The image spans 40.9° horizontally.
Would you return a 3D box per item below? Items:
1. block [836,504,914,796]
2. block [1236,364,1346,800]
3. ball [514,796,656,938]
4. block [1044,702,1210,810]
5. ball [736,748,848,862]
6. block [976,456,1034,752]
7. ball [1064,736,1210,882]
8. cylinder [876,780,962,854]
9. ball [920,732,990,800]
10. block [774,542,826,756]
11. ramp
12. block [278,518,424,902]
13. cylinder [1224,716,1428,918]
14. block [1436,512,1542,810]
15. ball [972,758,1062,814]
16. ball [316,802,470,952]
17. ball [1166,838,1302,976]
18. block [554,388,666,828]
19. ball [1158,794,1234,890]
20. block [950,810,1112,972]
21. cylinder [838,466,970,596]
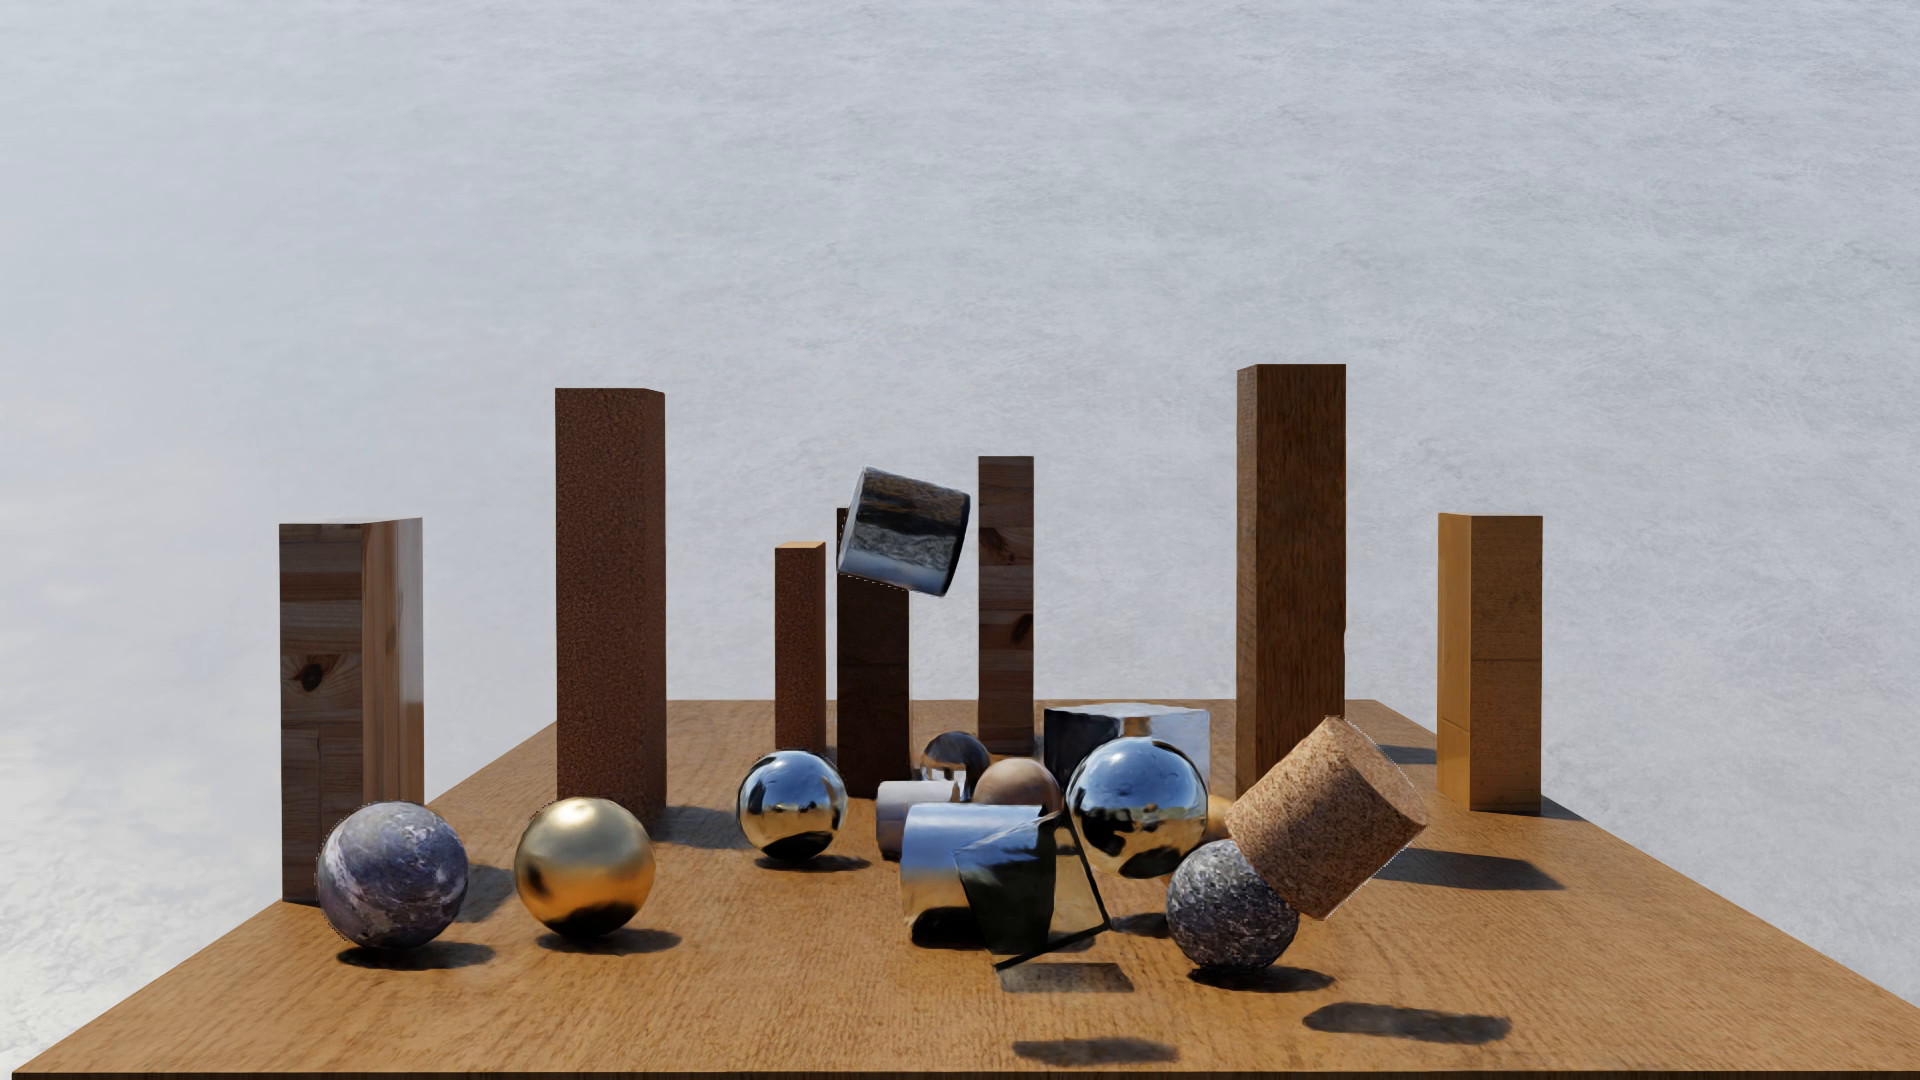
[{"bbox_3d":[-0.157,0.196,4.861,0.131,0.522,0.413,0,2,0],"label":"block"},{"bbox_3d":[0.510,0.108,3.994,0.133,0.750,0.275,0,2,0],"label":"block"},{"bbox_3d":[-0.478,0.416,3.282,0.179,0.179,0.179,0,25,0],"label":"ball"},{"bbox_3d":[0.275,0.378,4.270,0.194,0.194,0.194,-1,2,-40],"label":"block"},{"bbox_3d":[-0.254,0.402,3.909,0.169,0.169,0.169,0,25,0],"label":"ball"},{"bbox_3d":[0.095,0.128,5.556,0.115,0.616,0.415,0,2,0],"label":"block"},{"bbox_3d":[0.233,0.354,3.399,0.191,0.191,0.191,0,25,0],"label":"ball"},{"bbox_3d":[-0.063,0.427,3.961,0.114,0.114,0.114,0,25,9],"label":"cylinder"},{"bbox_3d":[-0.008,0.403,4.592,0.125,0.125,0.125,0,25,0],"label":"ball"},{"bbox_3d":[-0.326,0.227,5.296,0.080,0.435,0.415,0,2,0],"label":"block"},{"bbox_3d":[0.057,0.516,4.556,2.000,0.100,4.000,0,2,0],"label":"ramp"},{"bbox_3d":[-0.877,0.231,3.744,0.113,0.520,0.406,0,2,0],"label":"block"},{"bbox_3d":[0.402,0.305,2.835,0.157,0.157,0.157,41,16,-14],"label":"cylinder"},{"bbox_3d":[0.943,0.209,4.606,0.124,0.511,0.306,0,2,0],"label":"block"},{"bbox_3d":[0.090,0.412,4.041,0.141,0.141,0.141,0,25,0],"label":"ball"},{"bbox_3d":[-0.701,0.416,3.188,0.185,0.185,0.185,0,25,0],"label":"ball"},{"bbox_3d":[0.322,0.432,3.040,0.160,0.160,0.160,0,25,0],"label":"ball"},{"bbox_3d":[-0.592,0.109,4.395,0.147,0.726,0.305,0,2,0],"label":"block"},{"bbox_3d":[0.335,0.422,3.518,0.151,0.151,0.151,0,25,0],"label":"ball"},{"bbox_3d":[0.082,0.413,3.050,0.143,0.143,0.143,-20,-4,-4],"label":"block"},{"bbox_3d":[-0.061,-0.009,2.792,0.117,0.117,0.117,14,24,-7],"label":"cylinder"}]
